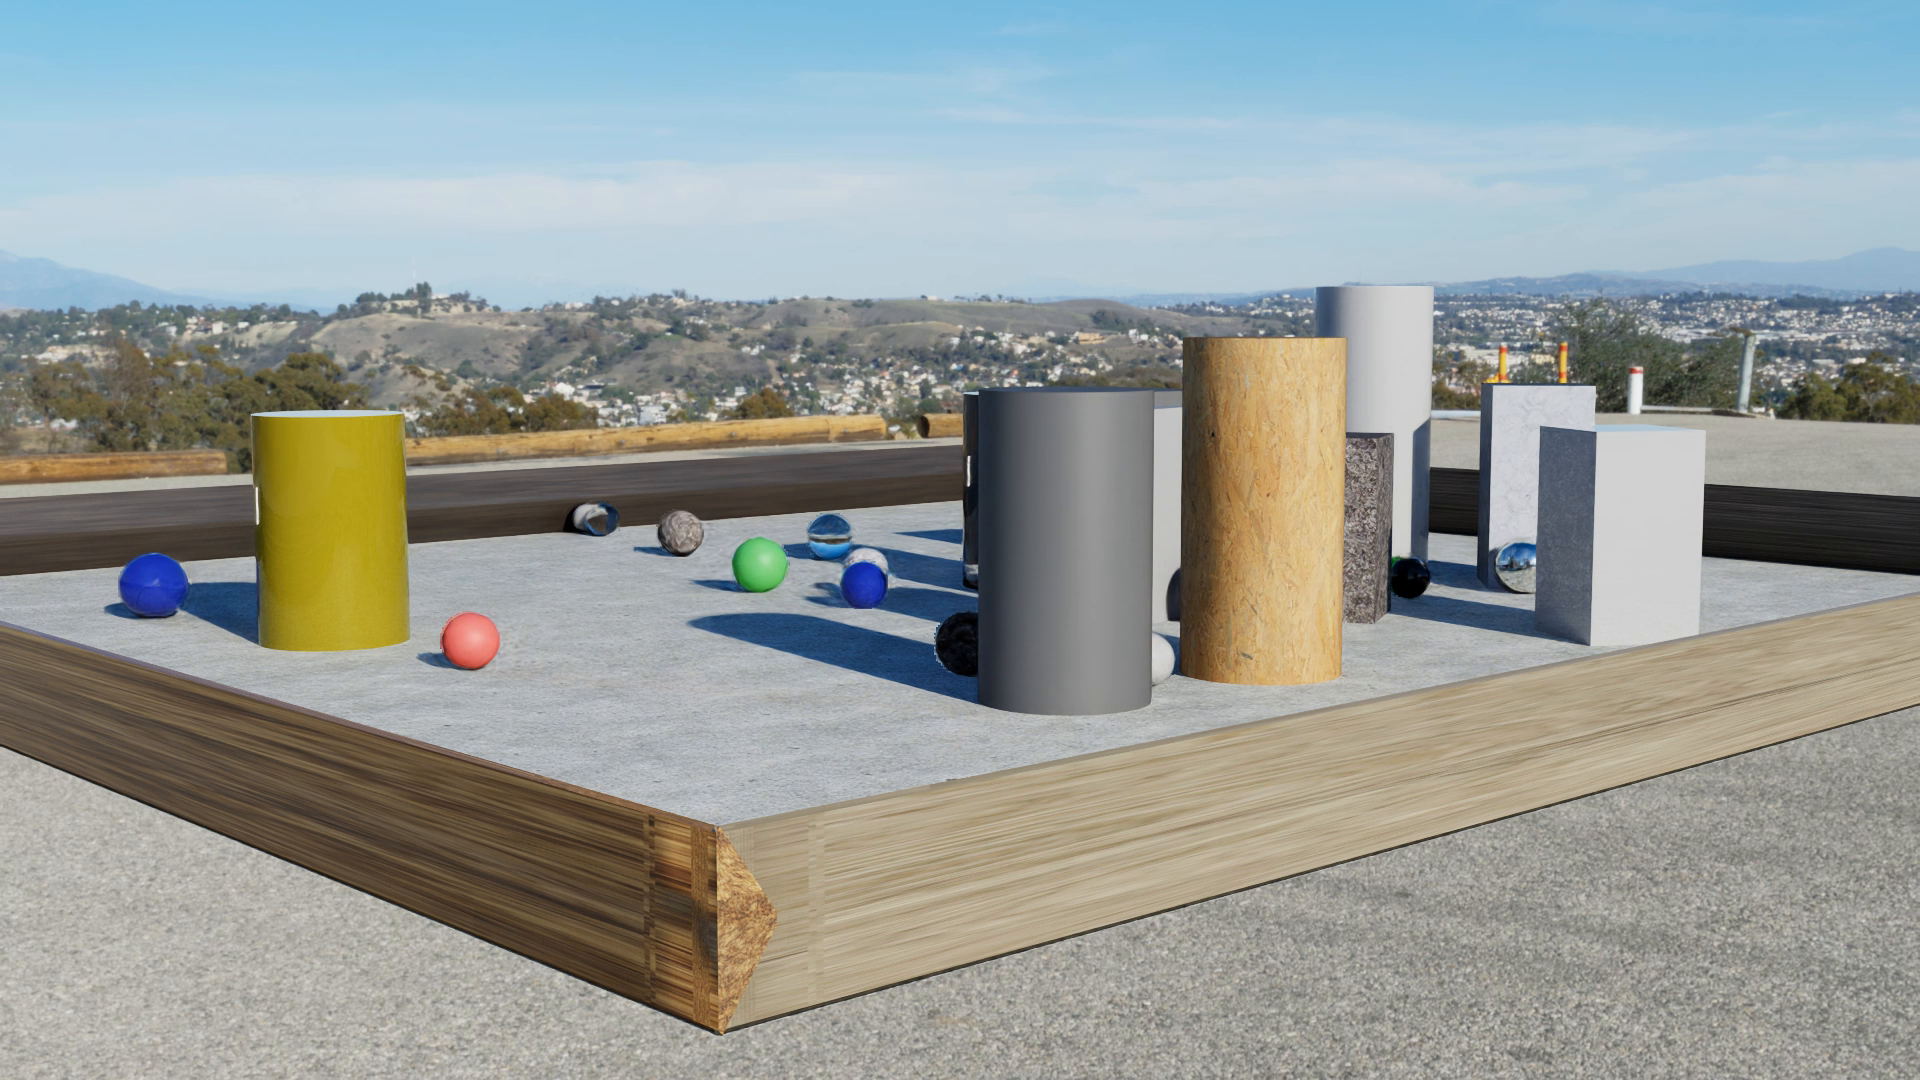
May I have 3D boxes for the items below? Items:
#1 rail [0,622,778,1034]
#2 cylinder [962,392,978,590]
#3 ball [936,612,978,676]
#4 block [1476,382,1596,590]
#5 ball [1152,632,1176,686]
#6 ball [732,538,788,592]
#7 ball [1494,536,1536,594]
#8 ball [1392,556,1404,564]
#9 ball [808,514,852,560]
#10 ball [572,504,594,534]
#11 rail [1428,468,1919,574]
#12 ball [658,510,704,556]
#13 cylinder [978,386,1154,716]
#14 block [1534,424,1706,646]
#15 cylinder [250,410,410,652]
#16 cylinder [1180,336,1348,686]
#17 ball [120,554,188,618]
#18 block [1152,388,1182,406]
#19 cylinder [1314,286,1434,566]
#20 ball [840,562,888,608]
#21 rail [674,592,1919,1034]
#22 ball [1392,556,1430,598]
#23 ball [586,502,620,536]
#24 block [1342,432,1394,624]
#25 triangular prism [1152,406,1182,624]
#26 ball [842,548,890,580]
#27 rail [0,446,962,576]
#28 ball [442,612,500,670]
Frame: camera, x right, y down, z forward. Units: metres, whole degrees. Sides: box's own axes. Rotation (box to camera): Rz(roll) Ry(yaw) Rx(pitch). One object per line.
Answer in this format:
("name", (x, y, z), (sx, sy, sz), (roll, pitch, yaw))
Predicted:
("rail", (-1.057, 0.135, 2.361), (0.045, 0.129, 2.732), (-5, 8, -42))
("cylinder", (0.104, -0.082, 3.571), (0.199, 0.312, 0.199), (0, 6, 0))
("ball", (0.009, 0.127, 2.691), (0.079, 0.079, 0.079), (0, 6, 0))
("block", (0.937, -0.091, 3.587), (0.159, 0.326, 0.159), (1, 6, 7))
("ball", (0.224, 0.142, 2.619), (0.064, 0.064, 0.064), (0, 6, 0))
("ball", (-0.318, 0.039, 3.489), (0.087, 0.087, 0.087), (0, 6, 0))
("ball", (0.891, 0.039, 3.480), (0.090, 0.090, 0.090), (0, 6, 0))
("ball", (0.691, 0.054, 3.477), (0.060, 0.060, 0.060), (0, 6, 0))
("ball", (-0.234, -0.006, 3.948), (0.082, 0.082, 0.082), (0, 6, 0))
("ball", (-0.749, -0.043, 4.415), (0.060, 0.060, 0.060), (0, 6, 0))
("rail", (1.057, -0.067, 4.302), (0.045, 0.129, 2.732), (-5, 8, -42))
("ball", (-0.509, -0.013, 4.010), (0.083, 0.083, 0.083), (0, 6, 0))
("cylinder", (0.120, 0.006, 2.507), (0.199, 0.356, 0.199), (0, 6, 0))
("block", (0.900, -0.010, 3.009), (0.159, 0.286, 0.159), (-1, 6, -12))
("cylinder", (-0.848, -0.017, 2.967), (0.199, 0.307, 0.199), (0, 6, 0))
("cylinder", (0.371, -0.042, 2.700), (0.199, 0.412, 0.199), (0, 6, 0))
("ball", (-1.170, 0.067, 3.193), (0.095, 0.095, 0.095), (0, 6, 0))
("block", (0.325, -0.108, 3.844), (0.159, 0.308, 0.159), (-4, 7, -33))
("cylinder", (0.699, -0.186, 3.738), (0.199, 0.485, 0.199), (0, 6, 0))
("ball", (-0.145, 0.067, 3.302), (0.071, 0.071, 0.071), (0, 6, 0))
("rail", (0.910, 0.136, 2.351), (2.925, 0.129, 0.045), (-5, 8, -42))
("ball", (0.697, 0.058, 3.415), (0.065, 0.065, 0.065), (0, 6, 0))
("ball", (-0.709, -0.041, 4.366), (0.065, 0.065, 0.065), (0, 6, 0))
("block", (0.542, -0.022, 3.225), (0.159, 0.265, 0.159), (2, 6, 20))
("triangular prism", (0.250, -0.042, 3.219), (0.149, 0.306, 0.172), (4, 7, 36))
("ball", (-0.149, 0.049, 3.467), (0.074, 0.074, 0.074), (0, 6, 0))
("rail", (-0.910, -0.069, 4.313), (2.925, 0.129, 0.045), (-5, 8, -42))
("ball", (-0.610, 0.126, 2.742), (0.070, 0.070, 0.070), (0, 6, 0))
